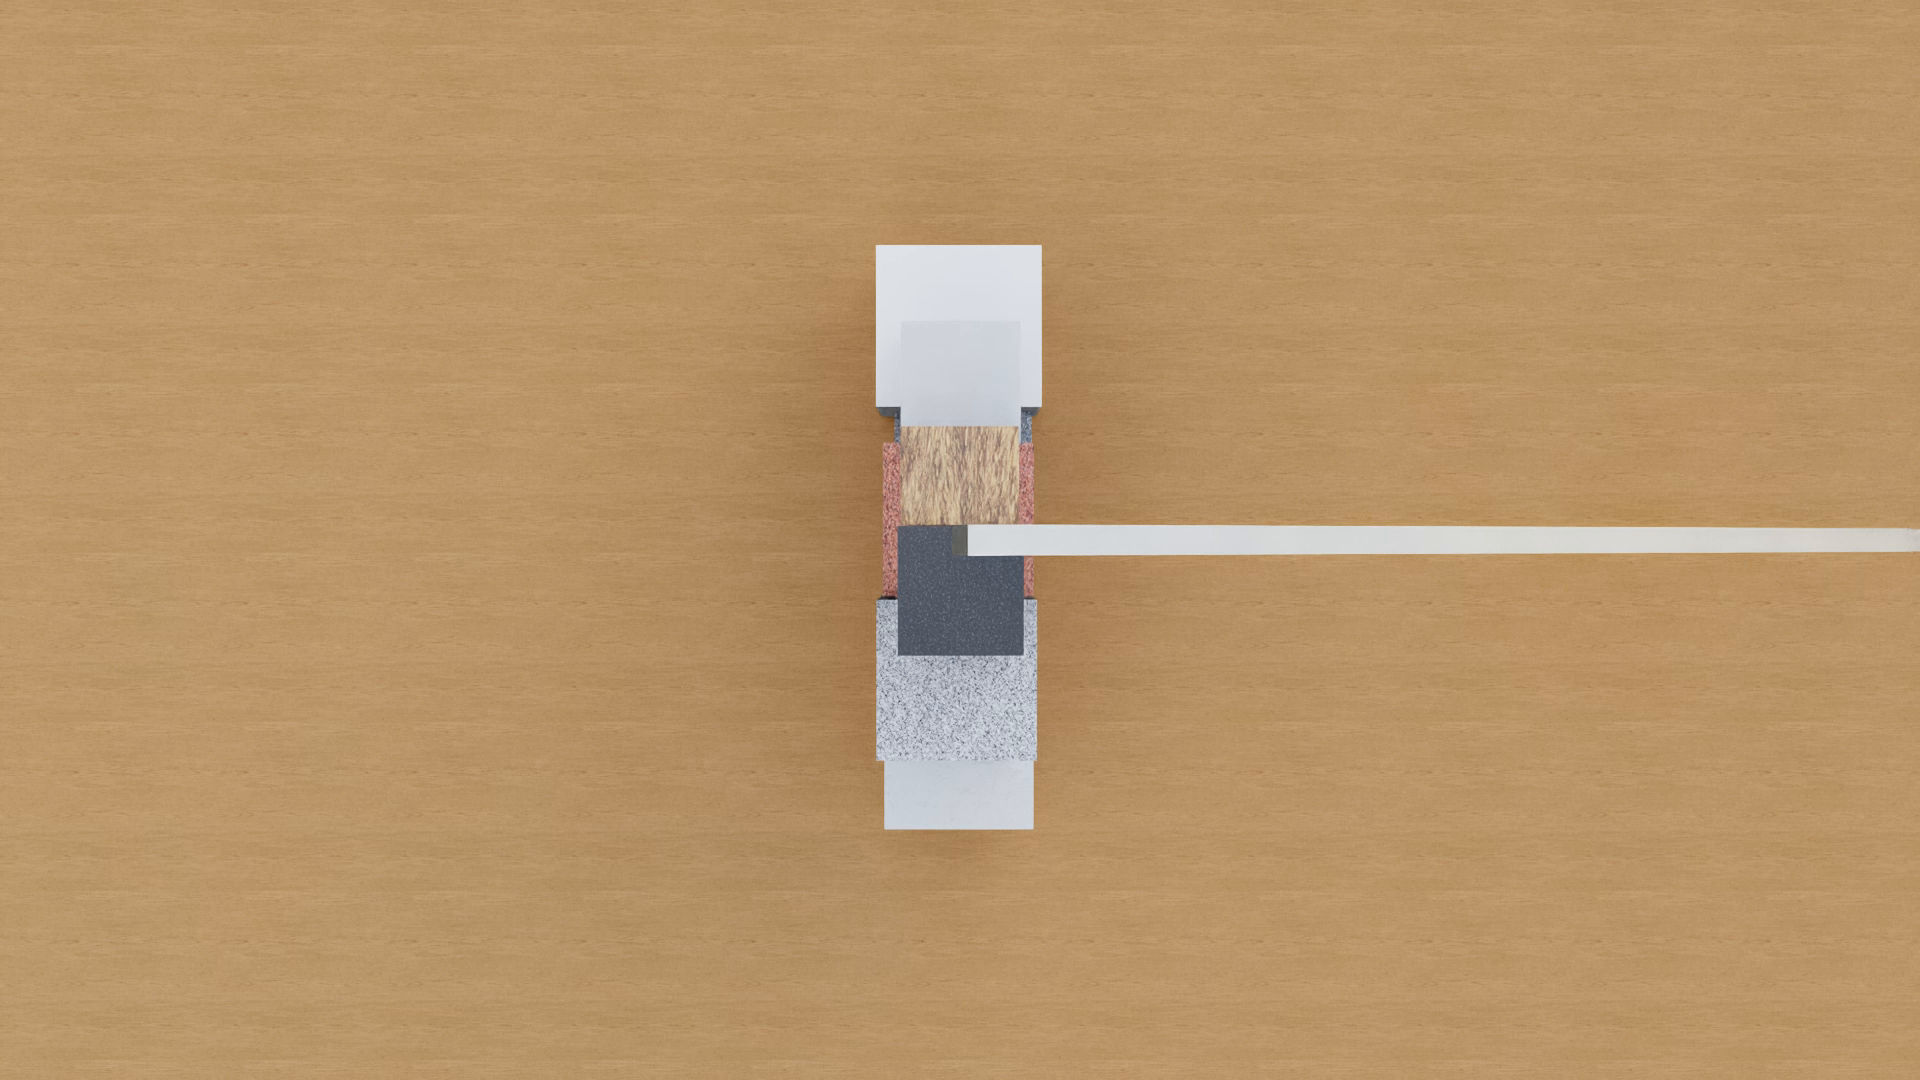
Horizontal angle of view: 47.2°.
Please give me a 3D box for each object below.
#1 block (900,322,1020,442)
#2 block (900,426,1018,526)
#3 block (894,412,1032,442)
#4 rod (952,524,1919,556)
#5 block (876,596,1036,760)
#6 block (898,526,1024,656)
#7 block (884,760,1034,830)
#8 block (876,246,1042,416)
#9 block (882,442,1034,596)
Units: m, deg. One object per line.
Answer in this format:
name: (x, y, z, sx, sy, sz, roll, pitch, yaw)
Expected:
block: (0.004, -0.825, 11.739, 0.625, 0.565, 0.631, 0, 90, 0)
block: (-0.002, -0.319, 11.157, 0.584, 0.606, 0.493, 0, 91, 0)
block: (0.017, -0.353, 12.669, 0.771, 0.661, 0.732, 0, 90, 0)
rod: (2.234, 0.000, 6.992, 5.200, 0.080, 0.080, 0, 90, -31)
block: (-0.017, 0.725, 11.757, 0.829, 0.786, 0.830, 0, 90, 0)
block: (0.003, 0.250, 11.067, 0.619, 0.595, 0.636, 0, 90, 0)
block: (-0.006, 1.232, 12.622, 0.829, 0.755, 0.757, 0, 90, 0)
block: (-0.007, -1.170, 12.511, 0.904, 0.978, 0.882, 0, 90, 0)
block: (-0.008, -0.105, 11.823, 0.789, 0.659, 0.798, 0, 89, 0)
